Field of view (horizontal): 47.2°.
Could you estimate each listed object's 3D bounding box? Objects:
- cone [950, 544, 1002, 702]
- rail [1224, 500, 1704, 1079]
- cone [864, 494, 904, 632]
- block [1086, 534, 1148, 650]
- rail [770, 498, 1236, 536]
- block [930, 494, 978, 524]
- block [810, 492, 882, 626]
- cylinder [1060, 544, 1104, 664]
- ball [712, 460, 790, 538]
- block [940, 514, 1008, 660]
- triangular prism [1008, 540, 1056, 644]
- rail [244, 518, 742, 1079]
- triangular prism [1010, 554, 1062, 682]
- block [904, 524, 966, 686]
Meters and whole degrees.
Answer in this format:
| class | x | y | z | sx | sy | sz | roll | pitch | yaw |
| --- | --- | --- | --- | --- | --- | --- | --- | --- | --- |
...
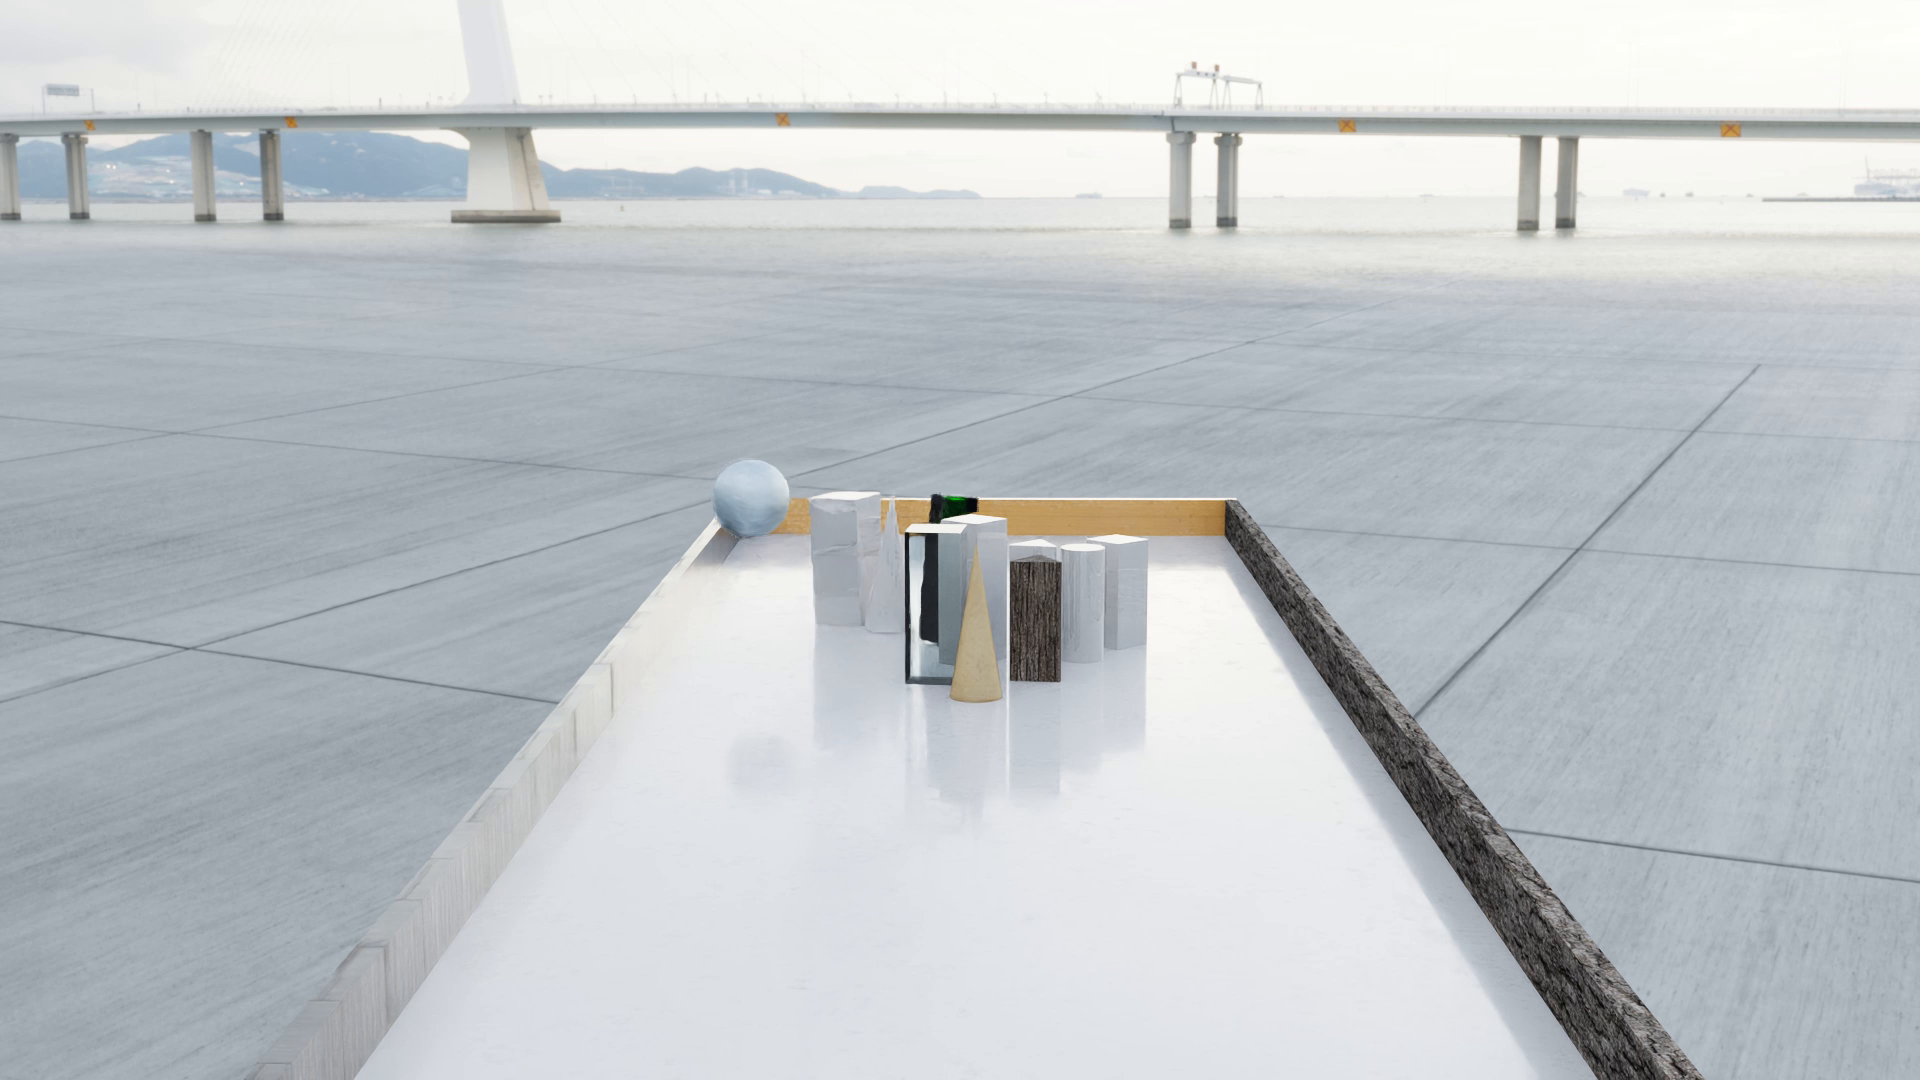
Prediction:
| class | x | y | z | sx | sy | sz | roll | pitch | yaw |
| --- | --- | --- | --- | --- | --- | --- | --- | --- | --- |
| cone | 0.046 | 0.223 | 6.179 | 0.152 | 0.446 | 0.152 | 0 | 9 | 0 |
| rail | 1.046 | 0.843 | 3.208 | 0.050 | 0.150 | 12.000 | 0 | 9 | 1 |
| cone | -0.224 | 0.065 | 7.142 | 0.166 | 0.451 | 0.166 | 2 | 8 | 0 |
| block | 0.493 | 0.163 | 6.912 | 0.137 | 0.335 | 0.137 | -8 | 12 | -42 |
| rail | 0.099 | -0.098 | 9.147 | 2.100 | 0.150 | 0.050 | 0 | 9 | 1 |
| block | -0.035 | 0.085 | 6.979 | 0.111 | 0.452 | 0.111 | 3 | 3 | -28 |
| block | -0.372 | 0.062 | 7.263 | 0.172 | 0.419 | 0.172 | 2 | 9 | 25 |
| cylinder | 0.372 | 0.193 | 6.692 | 0.134 | 0.345 | 0.134 | 0 | 9 | 0 |
| ball | -0.660 | -0.131 | 6.953 | 0.246 | 0.246 | 0.246 | 0 | 9 | 0 |
| block | 0.042 | 0.150 | 6.686 | 0.143 | 0.432 | 0.143 | 7 | 12 | 39 |
| triangular prism | 0.241 | 0.165 | 6.952 | 0.149 | 0.318 | 0.129 | 2 | 9 | 13 |
| rail | -1.004 | 0.839 | 3.234 | 0.050 | 0.150 | 12.000 | 0 | 9 | 1 |
| triangular prism | 0.227 | 0.228 | 6.443 | 0.147 | 0.354 | 0.127 | 1 | 9 | 7 |
| block | -0.069 | 0.187 | 6.408 | 0.162 | 0.446 | 0.162 | 1 | 9 | 6 |
